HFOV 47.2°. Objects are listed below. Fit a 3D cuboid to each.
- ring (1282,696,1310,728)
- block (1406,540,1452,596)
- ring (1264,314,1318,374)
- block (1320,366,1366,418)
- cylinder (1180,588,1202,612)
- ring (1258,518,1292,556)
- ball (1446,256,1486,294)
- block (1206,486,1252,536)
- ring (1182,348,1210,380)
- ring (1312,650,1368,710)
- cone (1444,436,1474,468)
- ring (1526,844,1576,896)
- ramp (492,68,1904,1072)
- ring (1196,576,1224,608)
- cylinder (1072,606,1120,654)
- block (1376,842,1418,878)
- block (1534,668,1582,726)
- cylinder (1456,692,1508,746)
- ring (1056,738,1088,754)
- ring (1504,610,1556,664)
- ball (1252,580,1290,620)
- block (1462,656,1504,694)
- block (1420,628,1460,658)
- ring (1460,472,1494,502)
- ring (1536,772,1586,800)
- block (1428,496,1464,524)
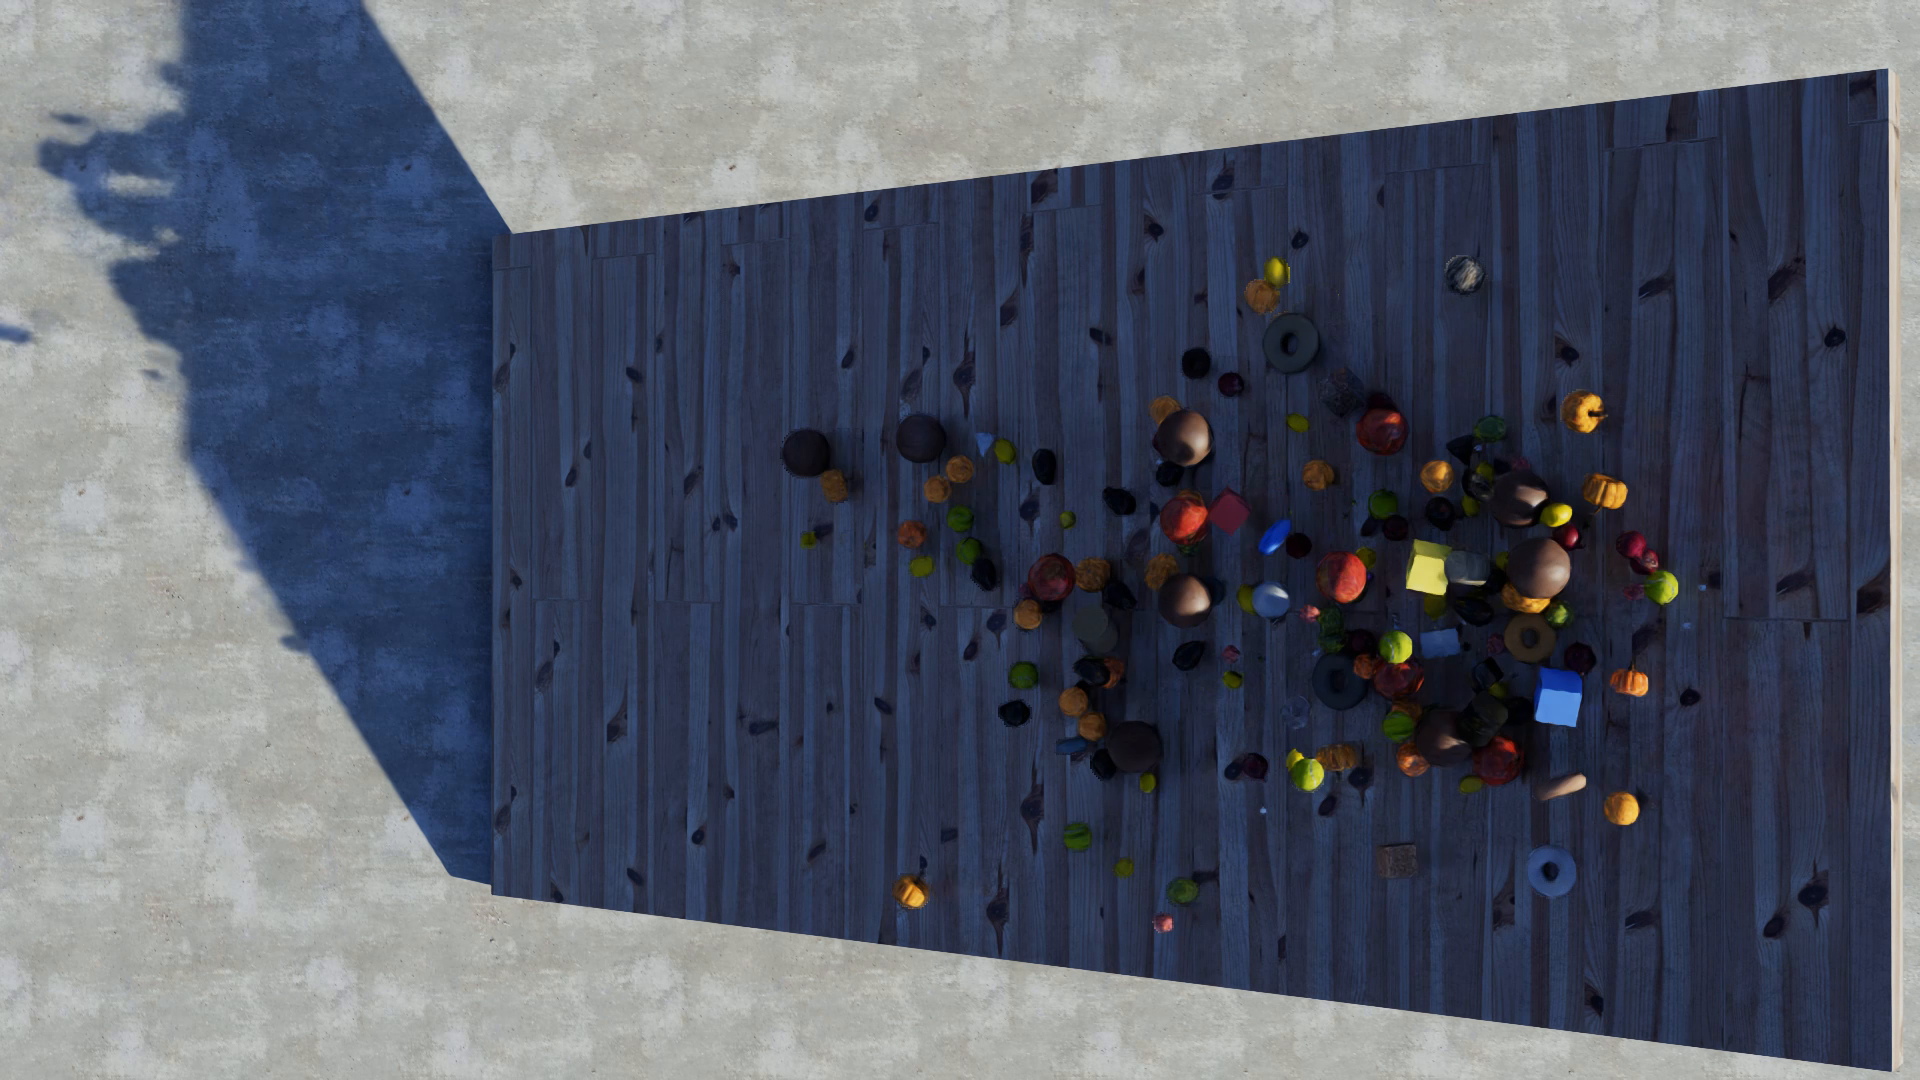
[{"bbox_3d":[0.781,0.399,5.114,0.076,0.025,0.076,-1,88,36],"label":"ring"},{"bbox_3d":[1.029,0.060,4.823,0.083,0.083,0.083,11,116,4],"label":"block"},{"bbox_3d":[0.769,-0.458,5.117,0.140,0.047,0.140,1,91,35],"label":"ring"},{"bbox_3d":[0.871,-0.336,5.011,0.071,0.071,0.071,-30,128,32],"label":"block"},{"bbox_3d":[0.549,0.143,5.222,0.052,0.052,0.052,0,98,2],"label":"cylinder"},{"bbox_3d":[0.723,-0.007,5.046,0.034,0.102,0.102,38,90,-2],"label":"ring"},{"bbox_3d":[1.112,-0.582,4.834,0.084,0.084,0.084,0,90,0],"label":"ball"},{"bbox_3d":[0.630,-0.068,5.145,0.075,0.075,0.075,39,105,-3],"label":"block"},{"bbox_3d":[0.565,-0.422,5.272,0.076,0.025,0.076,1,91,39],"label":"ring"},{"bbox_3d":[0.871,0.321,5.038,0.139,0.046,0.139,2,93,38],"label":"ring"},{"bbox_3d":[1.119,-0.189,4.879,0.065,0.065,0.065,-25,104,0],"label":"cone"},{"bbox_3d":[1.279,0.715,4.756,0.111,0.037,0.111,-1,87,35],"label":"ring"},{"bbox_3d":[0.244,0.068,5.569,4.000,0.100,2.000,0,89,35],"label":"ramp"},{"bbox_3d":[0.596,0.124,5.247,0.075,0.025,0.075,1,91,35],"label":"ring"},{"bbox_3d":[0.331,0.220,5.362,0.093,0.093,0.093,-9,62,18],"label":"cylinder"},{"bbox_3d":[0.979,0.717,4.928,0.069,0.069,0.069,-4,86,-8],"label":"block"},{"bbox_3d":[1.276,0.335,4.697,0.084,0.084,0.084,8,121,7],"label":"block"},{"bbox_3d":[1.121,0.386,4.724,0.083,0.083,0.083,11,47,-13],"label":"cylinder"},{"bbox_3d":[0.275,0.506,5.412,0.080,0.080,0.027,-12,77,0],"label":"ring"},{"bbox_3d":[1.241,0.212,4.783,0.117,0.039,0.117,0,91,33],"label":"ring"},{"bbox_3d":[0.708,0.136,5.007,0.090,0.090,0.090,0,90,0],"label":"ball"},{"bbox_3d":[1.149,0.297,4.823,0.052,0.052,0.052,-25,76,-32],"label":"block"},{"bbox_3d":[1.059,0.228,4.851,0.058,0.058,0.058,-8,88,-38],"label":"block"},{"bbox_3d":[1.088,-0.112,4.622,0.079,0.079,0.026,33,129,0],"label":"ring"},{"bbox_3d":[1.278,0.524,4.680,0.111,0.111,0.037,-16,77,0],"label":"ring"},{"bbox_3d":[1.079,-0.067,4.888,0.054,0.054,0.054,-7,86,40],"label":"block"}]
